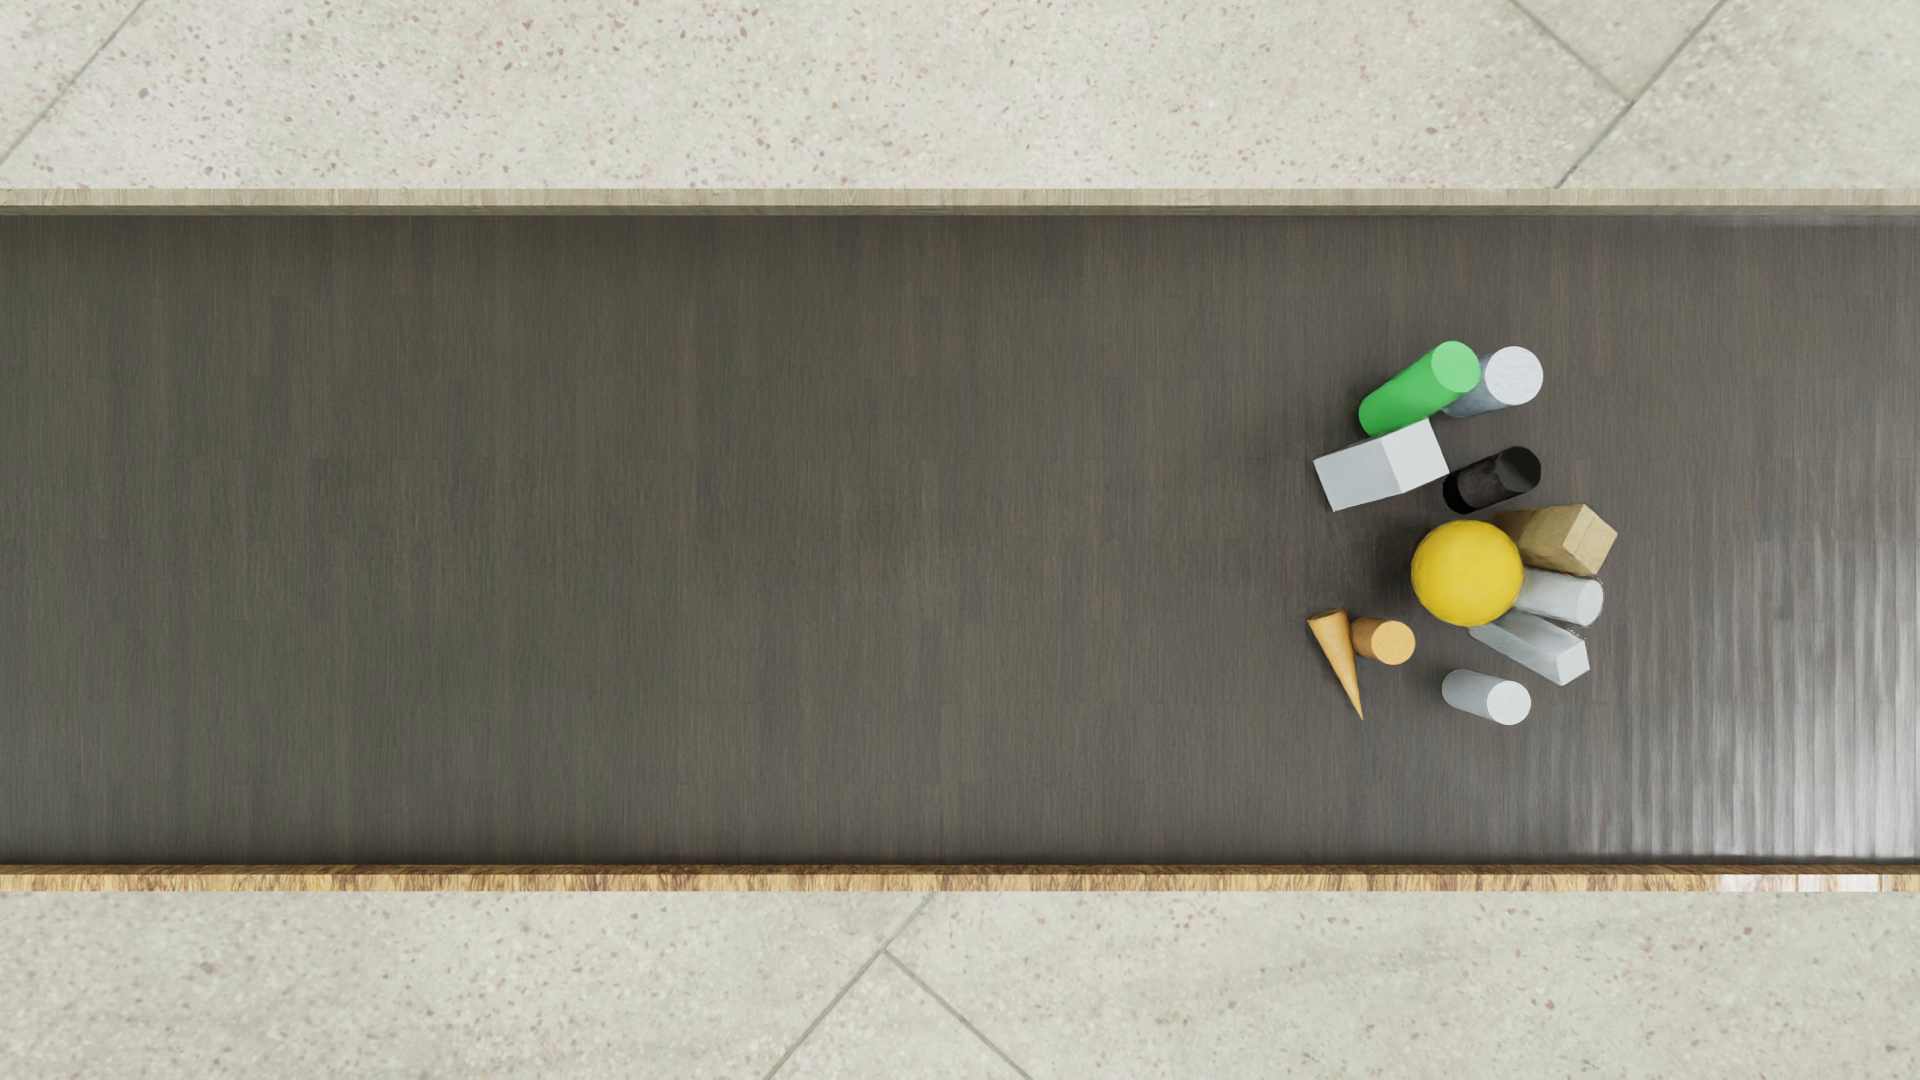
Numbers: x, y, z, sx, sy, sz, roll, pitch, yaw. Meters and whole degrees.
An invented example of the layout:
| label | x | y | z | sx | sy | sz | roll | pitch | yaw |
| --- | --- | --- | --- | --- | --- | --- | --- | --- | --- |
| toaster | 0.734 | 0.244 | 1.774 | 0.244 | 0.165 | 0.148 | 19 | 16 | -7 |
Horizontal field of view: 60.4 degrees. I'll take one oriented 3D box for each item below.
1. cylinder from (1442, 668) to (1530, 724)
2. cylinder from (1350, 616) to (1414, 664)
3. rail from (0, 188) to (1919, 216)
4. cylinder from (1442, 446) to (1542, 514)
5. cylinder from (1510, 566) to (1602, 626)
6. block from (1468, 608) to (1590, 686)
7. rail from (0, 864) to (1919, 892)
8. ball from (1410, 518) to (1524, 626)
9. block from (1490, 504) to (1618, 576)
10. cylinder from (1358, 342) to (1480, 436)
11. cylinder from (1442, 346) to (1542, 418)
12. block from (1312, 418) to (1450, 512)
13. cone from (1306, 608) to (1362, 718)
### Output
| label | x | y | z | sx | sy | sz | roll | pitch | yaw |
| --- | --- | --- | --- | --- | --- | --- | --- | --- | --- |
| cylinder | 1.544 | 0.458 | 4.858 | 0.124 | 0.437 | 0.124 | 0 | 90 | 0 |
| cylinder | 1.250 | 0.297 | 4.913 | 0.126 | 0.326 | 0.126 | 0 | 90 | 1 |
| rail | -2.247 | -1.025 | 5.002 | 12.000 | 0.150 | 0.050 | 0 | 90 | 0 |
| cylinder | 1.573 | -0.175 | 4.891 | 0.137 | 0.350 | 0.137 | 1 | 81 | -9 |
| cylinder | 1.669 | 0.144 | 4.874 | 0.132 | 0.421 | 0.132 | -10 | 106 | -38 |
| block | 1.667 | 0.288 | 4.871 | 0.103 | 0.397 | 0.103 | -28 | 118 | -13 |
| rail | -2.247 | 1.025 | 5.001 | 12.000 | 0.150 | 0.050 | 0 | 90 | 0 |
| ball | 1.466 | 0.095 | 4.775 | 0.312 | 0.312 | 0.312 | 0 | 90 | 0 |
| block | 1.723 | 0.006 | 4.865 | 0.145 | 0.374 | 0.145 | 37 | 75 | -16 |
| cylinder | 1.344 | -0.432 | 4.847 | 0.153 | 0.432 | 0.153 | 4 | 74 | -14 |
| cylinder | 1.549 | -0.459 | 4.852 | 0.165 | 0.444 | 0.165 | 0 | 89 | -2 |
| block | 1.235 | -0.217 | 4.865 | 0.169 | 0.390 | 0.169 | -22 | 90 | -18 |
| cone | 1.170 | 0.388 | 5.016 | 0.125 | 0.125 | 0.344 | -19 | 91 | 0 |
